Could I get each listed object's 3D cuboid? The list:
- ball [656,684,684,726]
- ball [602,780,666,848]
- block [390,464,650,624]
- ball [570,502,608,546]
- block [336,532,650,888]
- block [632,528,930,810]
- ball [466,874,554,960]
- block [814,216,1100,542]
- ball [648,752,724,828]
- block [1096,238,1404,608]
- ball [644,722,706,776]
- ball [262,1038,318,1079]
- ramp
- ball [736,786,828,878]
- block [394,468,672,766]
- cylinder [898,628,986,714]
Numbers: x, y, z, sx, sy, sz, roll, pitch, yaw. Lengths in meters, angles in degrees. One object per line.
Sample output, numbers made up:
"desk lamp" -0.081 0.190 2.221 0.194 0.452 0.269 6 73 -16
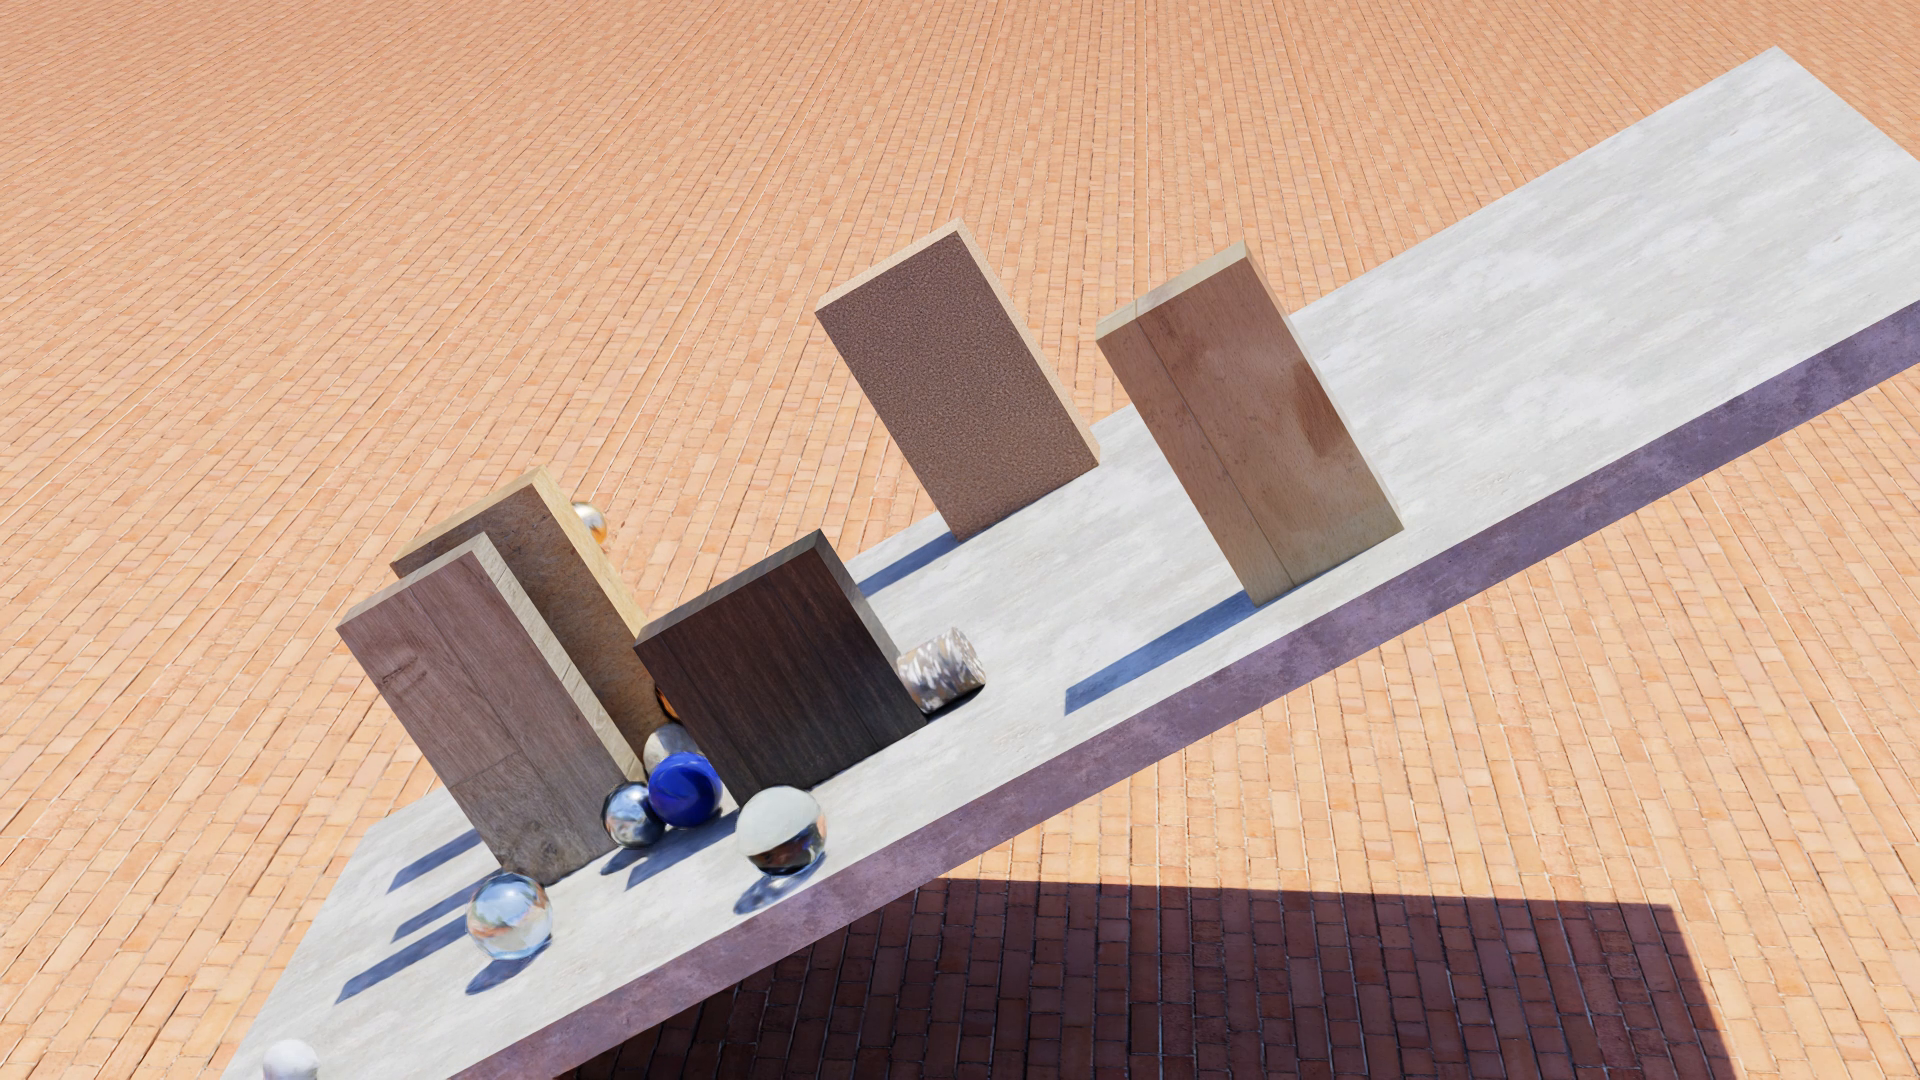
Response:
"ball" -0.566 0.316 6.316 0.177 0.177 0.177 0 19 0
"ball" -0.681 0.576 6.168 0.140 0.140 0.140 0 19 0
"block" -0.959 0.216 6.840 0.400 0.678 0.134 -29 15 12
"ball" -1.279 -0.040 9.907 0.182 0.182 0.182 0 19 0
"block" -0.972 0.377 6.268 0.349 0.715 0.122 -29 15 12
"block" -0.353 0.272 5.903 0.427 0.433 0.115 -29 15 12
"ball" -0.912 0.764 5.960 0.175 0.175 0.175 0 19 0
"block" -0.001 -0.371 6.857 0.383 0.646 0.146 -29 15 12
"ball" -0.568 0.518 6.090 0.157 0.157 0.157 0 19 0
"block" 0.528 -0.209 5.358 0.308 0.587 0.136 -29 15 12
"ball" -0.610 0.467 6.356 0.149 0.149 0.149 0 19 0
"ball" -1.366 1.074 6.000 0.113 0.113 0.113 0 19 0
"ramp" 0.142 0.168 6.287 4.000 0.100 2.000 -29 15 12
"ball" -0.333 0.544 5.495 0.171 0.171 0.171 0 19 0
"block" -0.871 0.250 6.430 0.360 0.739 0.102 -29 15 12
"cylinder" -0.037 0.262 5.891 0.130 0.130 0.130 -29 15 12
